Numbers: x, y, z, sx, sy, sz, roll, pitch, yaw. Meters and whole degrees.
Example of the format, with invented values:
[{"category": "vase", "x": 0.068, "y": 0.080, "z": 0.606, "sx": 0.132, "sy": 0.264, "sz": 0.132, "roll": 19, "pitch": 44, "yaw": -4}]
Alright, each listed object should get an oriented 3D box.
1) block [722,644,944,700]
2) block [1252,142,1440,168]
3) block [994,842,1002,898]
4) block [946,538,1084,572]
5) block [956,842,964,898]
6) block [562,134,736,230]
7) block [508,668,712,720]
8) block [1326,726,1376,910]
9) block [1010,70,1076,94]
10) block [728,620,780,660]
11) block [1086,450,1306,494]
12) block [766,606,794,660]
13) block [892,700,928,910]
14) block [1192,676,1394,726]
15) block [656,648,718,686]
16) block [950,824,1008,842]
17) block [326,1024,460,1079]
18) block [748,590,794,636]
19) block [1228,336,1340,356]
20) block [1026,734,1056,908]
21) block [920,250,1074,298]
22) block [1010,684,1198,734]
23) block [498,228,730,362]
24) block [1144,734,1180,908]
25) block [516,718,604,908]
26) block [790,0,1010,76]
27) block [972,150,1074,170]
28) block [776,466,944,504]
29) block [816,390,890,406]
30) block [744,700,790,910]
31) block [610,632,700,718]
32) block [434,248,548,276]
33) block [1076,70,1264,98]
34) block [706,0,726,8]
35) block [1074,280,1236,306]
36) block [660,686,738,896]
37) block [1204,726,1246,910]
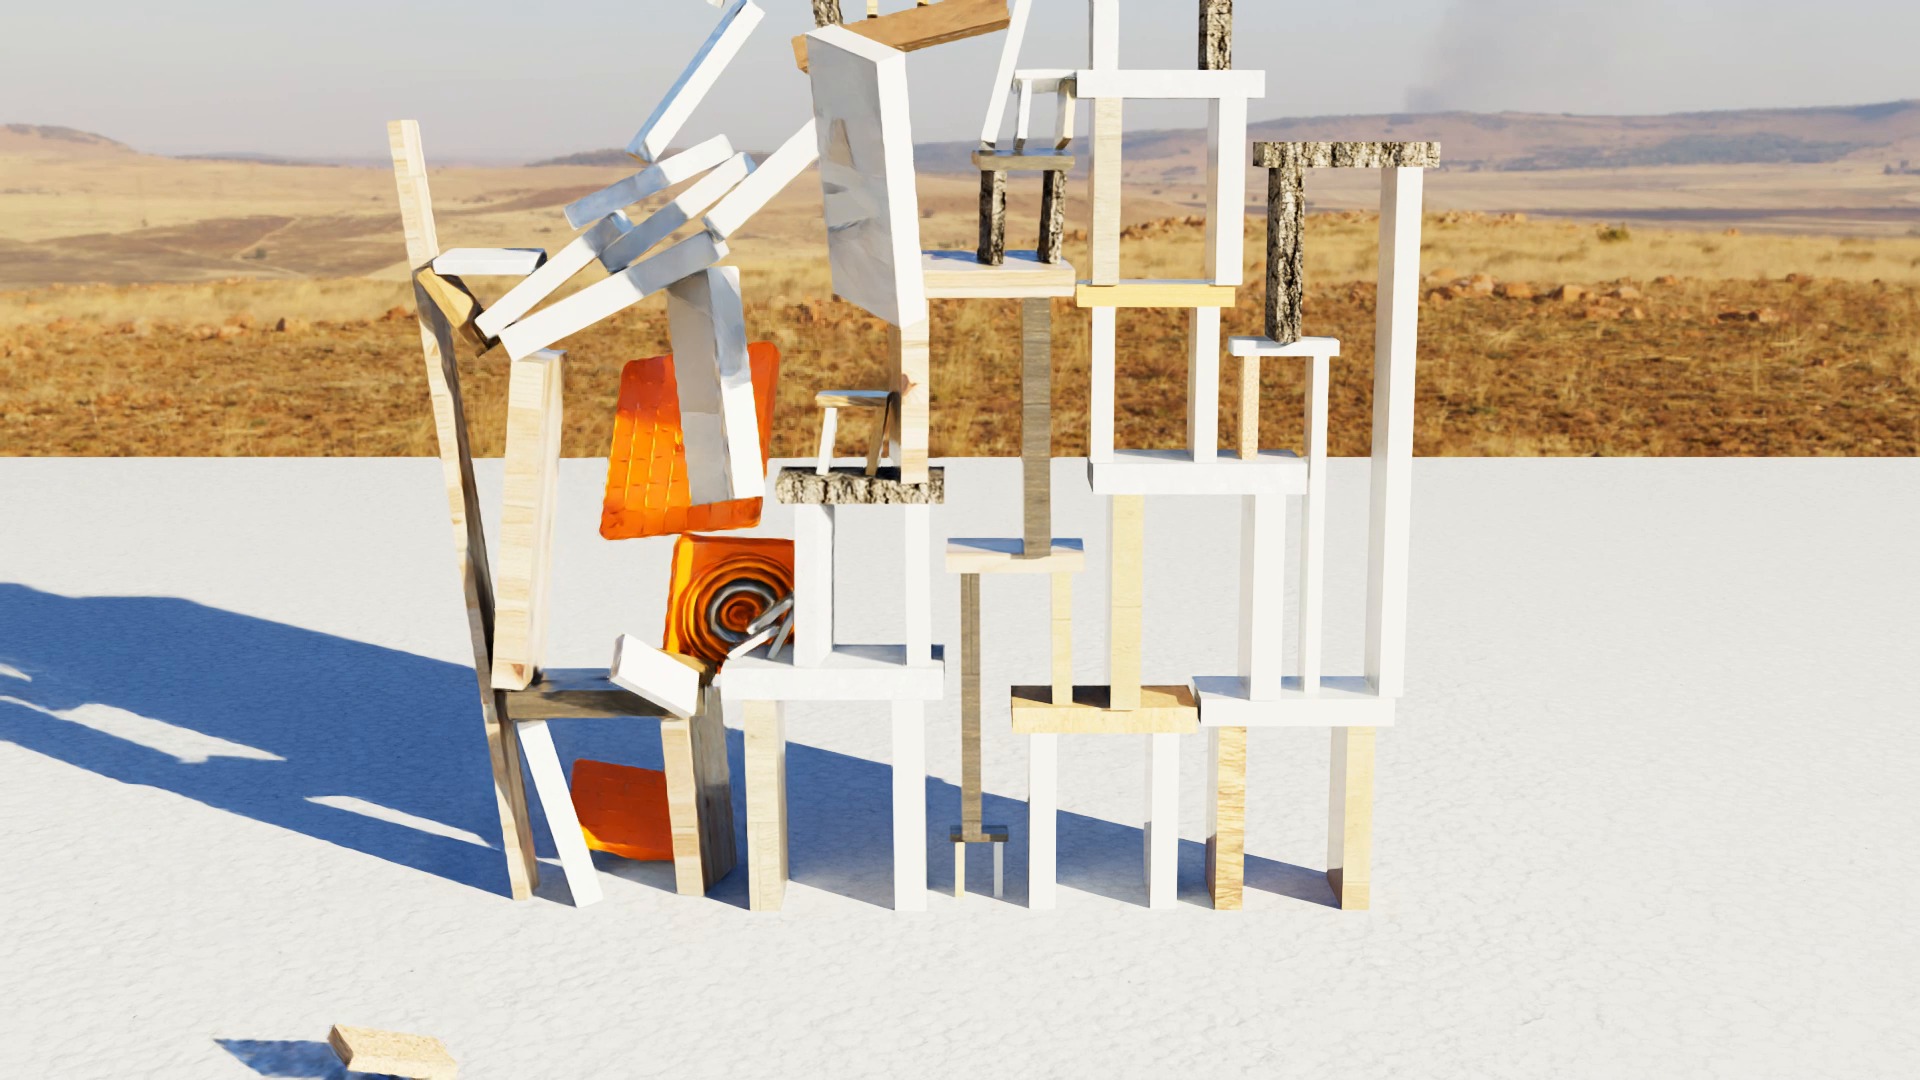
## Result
[{"category": "block", "x": -0.204, "y": 0.215, "z": 3.604, "sx": 0.355, "sy": 0.050, "sz": 0.177, "roll": 0, "pitch": 10, "yaw": 0}, {"category": "block", "x": 0.604, "y": -0.605, "z": 3.452, "sx": 0.270, "sy": 0.038, "sz": 0.135, "roll": 0, "pitch": 11, "yaw": 0}, {"category": "block", "x": 0.064, "y": 0.542, "z": 3.664, "sx": 0.014, "sy": 0.096, "sz": 0.048, "roll": 0, "pitch": 11, "yaw": 0}, {"category": "block", "x": 0.089, "y": 0.024, "z": 3.554, "sx": 0.220, "sy": 0.031, "sz": 0.110, "roll": 0, "pitch": 14, "yaw": 1}, {"category": "block", "x": 0.000, "y": 0.542, "z": 3.664, "sx": 0.014, "sy": 0.096, "sz": 0.048, "roll": 0, "pitch": 11, "yaw": 0}, {"category": "block", "x": -0.484, "y": -0.561, "z": 3.435, "sx": 0.268, "sy": 0.038, "sz": 0.134, "roll": -24, "pitch": 12, "yaw": 2}, {"category": "block", "x": -0.573, "y": 0.250, "z": 3.624, "sx": 0.317, "sy": 0.045, "sz": 0.158, "roll": -1, "pitch": 10, "yaw": -2}, {"category": "block", "x": 0.646, "y": 0.438, "z": 3.639, "sx": 0.044, "sy": 0.311, "sz": 0.155, "roll": 0, "pitch": 11, "yaw": 0}, {"category": "block", "x": 0.129, "y": -0.708, "z": 3.394, "sx": 0.095, "sy": 0.014, "sz": 0.048, "roll": -2, "pitch": -18, "yaw": -8}, {"category": "block", "x": -0.336, "y": 0.163, "z": 3.586, "sx": 0.092, "sy": 0.013, "sz": 0.046, "roll": -30, "pitch": 10, "yaw": 3}, {"category": "block", "x": 0.377, "y": -0.110, "z": 3.536, "sx": 0.335, "sy": 0.047, "sz": 0.167, "roll": 0, "pitch": 11, "yaw": 0}, {"category": "block", "x": -0.287, "y": 0.149, "z": 3.584, "sx": 0.013, "sy": 0.092, "sz": 0.046, "roll": 28, "pitch": 8, "yaw": -7}, {"category": "block", "x": -0.082, "y": 0.414, "z": 3.641, "sx": 0.050, "sy": 0.355, "sz": 0.177, "roll": -1, "pitch": 10, "yaw": 0}, {"category": "block", "x": 0.542, "y": 0.263, "z": 3.607, "sx": 0.310, "sy": 0.044, "sz": 0.155, "roll": 0, "pitch": 11, "yaw": 0}, {"category": "block", "x": -0.480, "y": 0.203, "z": 3.604, "sx": 0.156, "sy": 0.022, "sz": 0.078, "roll": 12, "pitch": 10, "yaw": 1}, {"category": "block", "x": 0.032, "y": 0.488, "z": 3.655, "sx": 0.096, "sy": 0.014, "sz": 0.048, "roll": 0, "pitch": 11, "yaw": 0}, {"category": "block", "x": -0.748, "y": 0.678, "z": 2.904, "sx": 0.156, "sy": 0.022, "sz": 0.078, "roll": 20, "pitch": 7, "yaw": -41}, {"category": "block", "x": -0.306, "y": 0.119, "z": 3.595, "sx": 0.092, "sy": 0.013, "sz": 0.046, "roll": -36, "pitch": 10, "yaw": 11}, {"category": "block", "x": 0.515, "y": -0.309, "z": 3.506, "sx": 0.166, "sy": 0.023, "sz": 0.083, "roll": 0, "pitch": 11, "yaw": 0}, {"category": "block", "x": 0.135, "y": 0.444, "z": 3.644, "sx": 0.042, "sy": 0.297, "sz": 0.149, "roll": 0, "pitch": 11, "yaw": 0}, {"category": "block", "x": 0.018, "y": -0.414, "z": 3.419, "sx": 0.295, "sy": 0.042, "sz": 0.148, "roll": -2, "pitch": 20, "yaw": -9}, {"category": "block", "x": 0.233, "y": 0.277, "z": 3.612, "sx": 0.297, "sy": 0.042, "sz": 0.148, "roll": 0, "pitch": 11, "yaw": 0}, {"category": "block", "x": -0.542, "y": -0.392, "z": 3.469, "sx": 0.359, "sy": 0.051, "sz": 0.180, "roll": -26, "pitch": 11, "yaw": 4}, {"category": "block", "x": 0.333, "y": 0.444, "z": 3.644, "sx": 0.042, "sy": 0.297, "sz": 0.148, "roll": 0, "pitch": 11, "yaw": 0}, {"category": "block", "x": -0.666, "y": 0.434, "z": 3.638, "sx": 0.045, "sy": 0.317, "sz": 0.158, "roll": -18, "pitch": 15, "yaw": -11}, {"category": "block", "x": -0.087, "y": -0.781, "z": 3.383, "sx": 0.329, "sy": 0.047, "sz": 0.164, "roll": -12, "pitch": 8, "yaw": 4}, {"category": "block", "x": 0.096, "y": -0.583, "z": 3.371, "sx": 0.145, "sy": 0.021, "sz": 0.072, "roll": -2, "pitch": 19, "yaw": -10}, {"category": "block", "x": -0.158, "y": -0.089, "z": 3.535, "sx": 0.265, "sy": 0.038, "sz": 0.133, "roll": 0, "pitch": 12, "yaw": 0}, {"category": "block", "x": -0.169, "y": -0.225, "z": 3.499, "sx": 0.113, "sy": 0.016, "sz": 0.056, "roll": 1, "pitch": 13, "yaw": 5}, {"category": "block", "x": -0.319, "y": 0.414, "z": 3.641, "sx": 0.050, "sy": 0.355, "sz": 0.177, "roll": -1, "pitch": 10, "yaw": 0}, {"category": "block", "x": -0.483, "y": 0.216, "z": 3.484, "sx": 0.022, "sy": 0.078, "sz": 0.156, "roll": -26, "pitch": -44, "yaw": 35}, {"category": "block", "x": -0.736, "y": -0.436, "z": 3.449, "sx": 0.157, "sy": 0.022, "sz": 0.078, "roll": 1, "pitch": 22, "yaw": 8}, {"category": "block", "x": 0.322, "y": -0.709, "z": 3.424, "sx": 0.285, "sy": 0.040, "sz": 0.143, "roll": 0, "pitch": 11, "yaw": 0}, {"category": "block", "x": -0.337, "y": -0.930, "z": 3.387, "sx": 0.032, "sy": 0.224, "sz": 0.112, "roll": 28, "pitch": 10, "yaw": -4}, {"category": "block", "x": 0.305, "y": -0.391, "z": 3.483, "sx": 0.245, "sy": 0.035, "sz": 0.122, "roll": 0, "pitch": 11, "yaw": -1}, {"category": "block", "x": -0.439, "y": 0.420, "z": 3.704, "sx": 0.045, "sy": 0.317, "sz": 0.158, "roll": -1, "pitch": 11, "yaw": 16}, {"category": "block", "x": 0.439, "y": 0.438, "z": 3.639, "sx": 0.044, "sy": 0.311, "sz": 0.155, "roll": 0, "pitch": 11, "yaw": 0}]
